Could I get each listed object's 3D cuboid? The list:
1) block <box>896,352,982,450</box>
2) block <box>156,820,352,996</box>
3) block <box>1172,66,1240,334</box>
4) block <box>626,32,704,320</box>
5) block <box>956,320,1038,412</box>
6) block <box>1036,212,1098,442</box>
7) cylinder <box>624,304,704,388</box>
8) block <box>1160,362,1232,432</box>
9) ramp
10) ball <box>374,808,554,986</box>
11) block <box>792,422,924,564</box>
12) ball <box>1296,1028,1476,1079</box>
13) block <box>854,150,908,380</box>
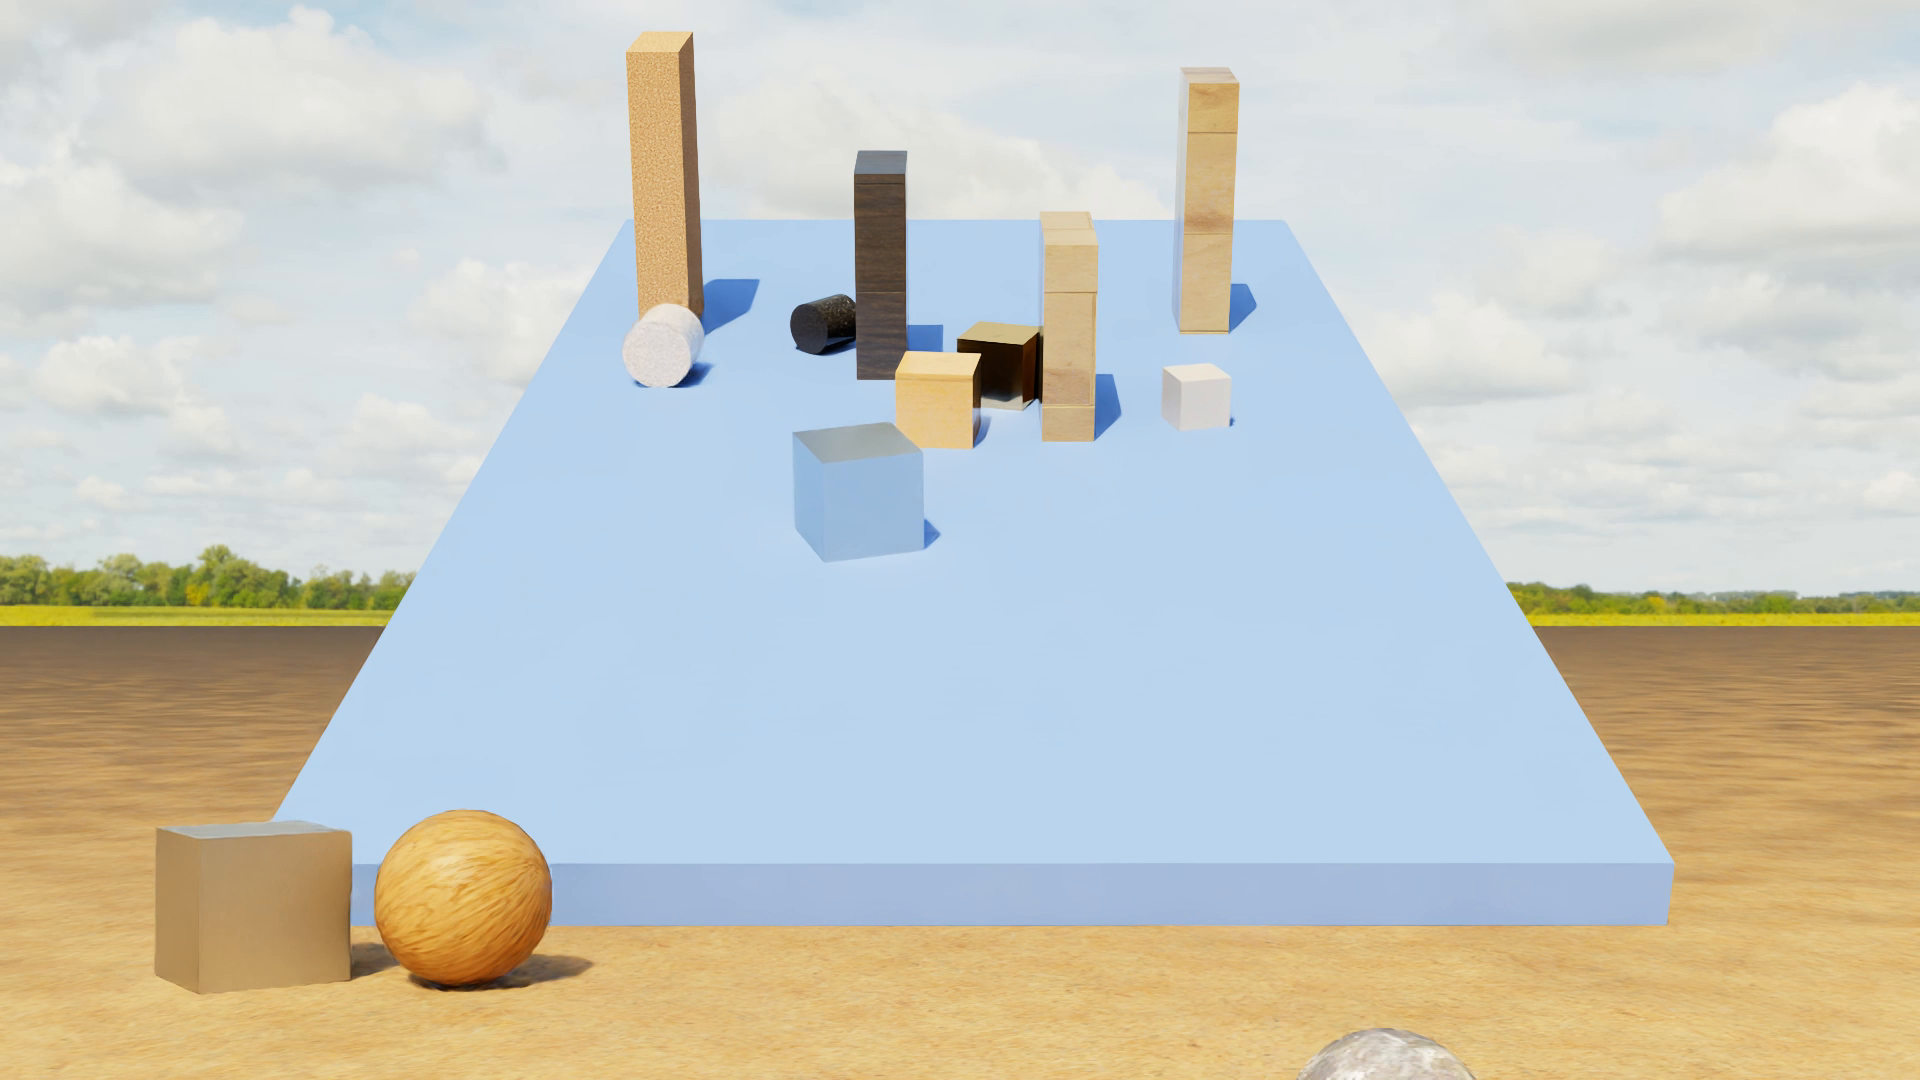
[{"bbox_3d":[-0.046,-0.304,4.942,0.165,0.165,0.165,3,21,6],"label":"block"},{"bbox_3d":[-0.856,0.440,2.760,0.180,0.180,0.180,1,-2,-35],"label":"block"},{"bbox_3d":[0.614,-0.853,5.734,0.122,0.628,0.241,0,21,0],"label":"block"},{"bbox_3d":[-0.730,-0.880,5.678,0.124,0.715,0.331,0,21,0],"label":"block"},{"bbox_3d":[0.092,-0.398,5.202,0.156,0.156,0.156,7,22,18],"label":"block"},{"bbox_3d":[0.234,-0.473,5.008,0.112,0.434,0.320,0,21,0],"label":"block"},{"bbox_3d":[-0.693,-0.455,5.343,0.160,0.160,0.160,0,21,5],"label":"cylinder"},{"bbox_3d":[0.522,-0.315,5.043,0.116,0.116,0.116,-6,22,-15],"label":"block"},{"bbox_3d":[-0.006,-0.214,5.079,2.000,0.100,4.000,0,21,0],"label":"ramp"},{"bbox_3d":[-0.588,0.424,2.704,0.209,0.209,0.209,0,-2,0],"label":"ball"},{"bbox_3d":[-0.195,-0.093,4.345,0.197,0.197,0.197,-7,22,-19],"label":"block"},{"bbox_3d":[0.299,0.417,1.598,0.146,0.146,0.146,0,-2,0],"label":"ball"},{"bbox_3d":[-0.184,-0.653,5.402,0.118,0.489,0.272,0,21,0],"label":"block"}]
